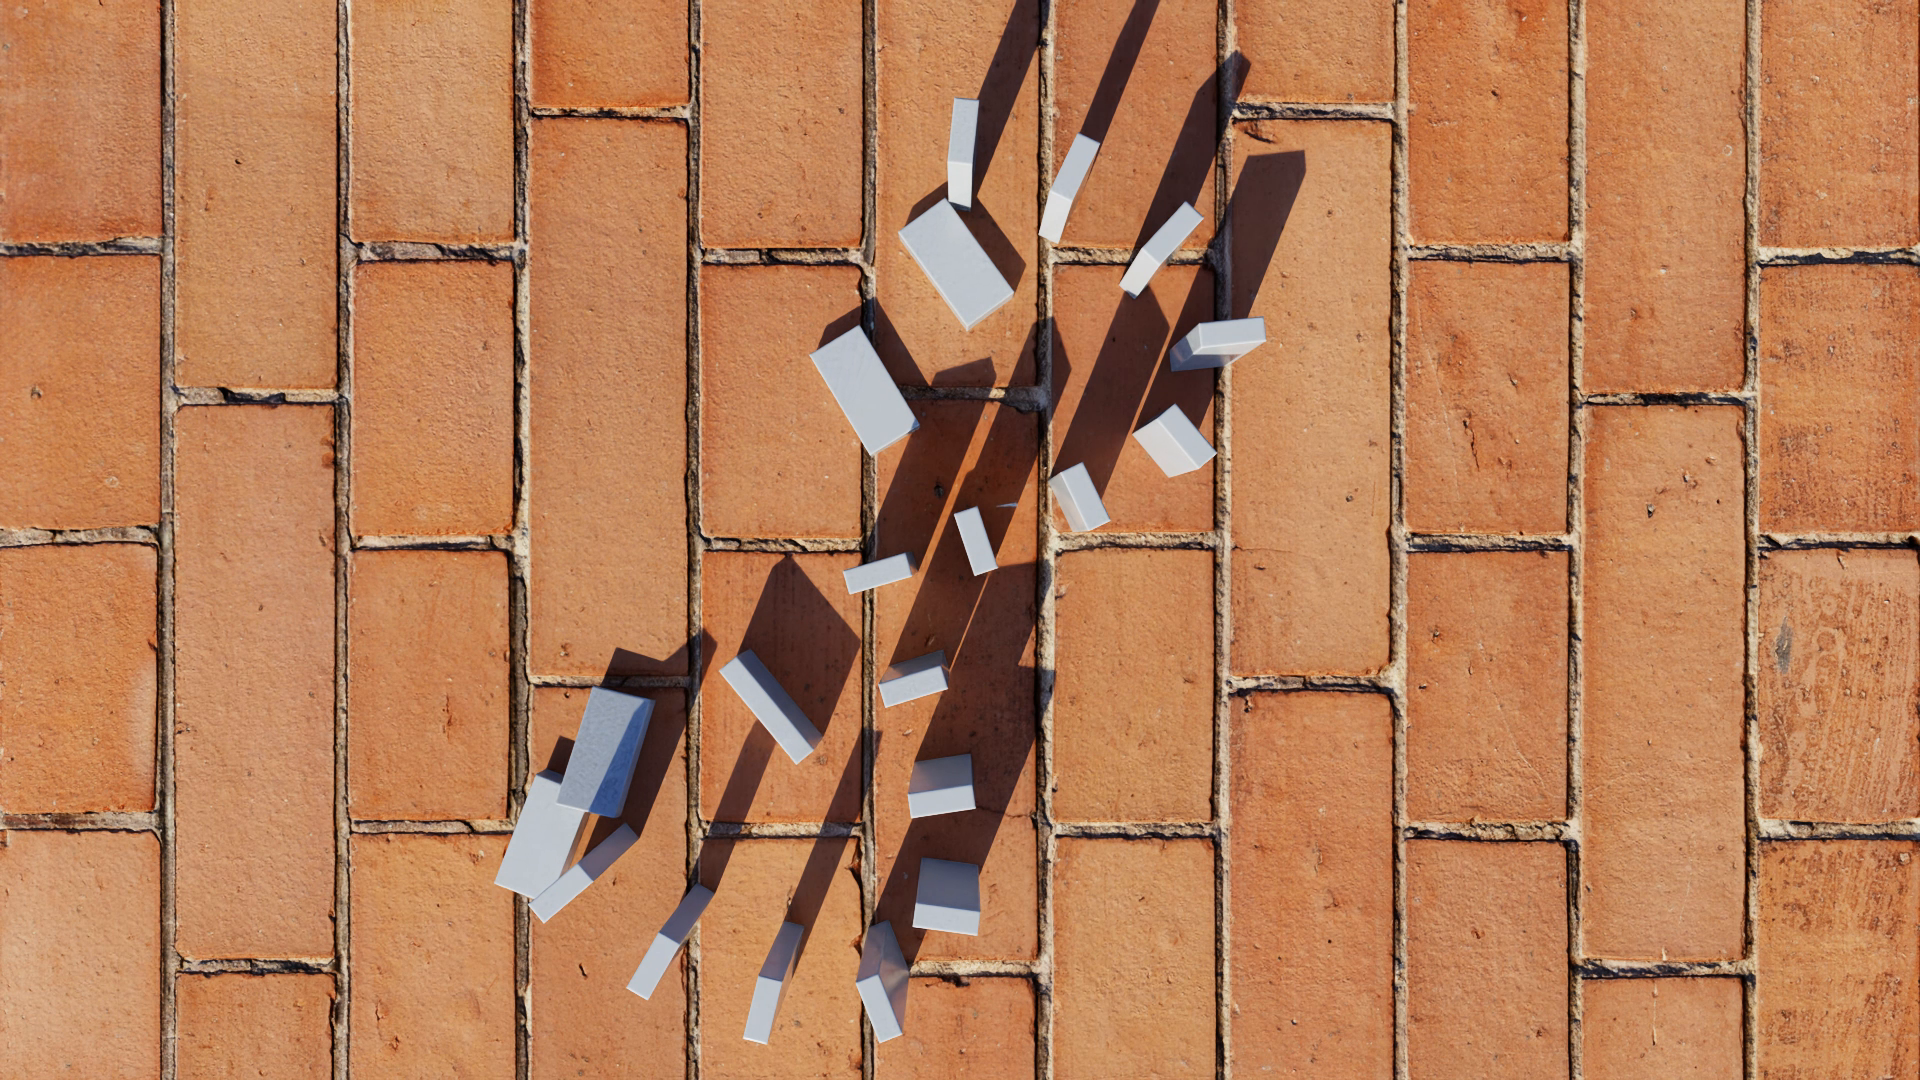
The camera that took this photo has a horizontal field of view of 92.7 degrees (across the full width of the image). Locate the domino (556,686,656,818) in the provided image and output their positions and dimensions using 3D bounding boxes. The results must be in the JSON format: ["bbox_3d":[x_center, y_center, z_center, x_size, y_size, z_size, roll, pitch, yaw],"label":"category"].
[{"bbox_3d":[-0.150,0.090,0.390,0.025,0.010,0.050,14,78,-1],"label":"domino"}]

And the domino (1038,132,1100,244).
[{"bbox_3d":[0.044,-0.142,0.375,0.009,0.050,0.025,26,90,0],"label":"domino"}]

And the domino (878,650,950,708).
[{"bbox_3d":[-0.018,0.056,0.375,0.025,0.050,0.009,-17,90,0],"label":"domino"}]

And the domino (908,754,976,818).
[{"bbox_3d":[-0.007,0.100,0.375,0.025,0.050,0.010,-9,90,0],"label":"domino"}]

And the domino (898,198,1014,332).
[{"bbox_3d":[-0.002,-0.119,0.395,0.025,0.009,0.050,-36,90,0],"label":"domino"}]

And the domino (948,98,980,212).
[{"bbox_3d":[0.001,-0.156,0.375,0.009,0.050,0.025,6,90,0],"label":"domino"}]

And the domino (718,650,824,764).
[{"bbox_3d":[-0.079,0.070,0.388,0.010,0.025,0.050,-40,90,0],"label":"domino"}]

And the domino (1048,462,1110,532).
[{"bbox_3d":[0.048,-0.017,0.375,0.009,0.050,0.025,-26,90,0],"label":"domino"}]

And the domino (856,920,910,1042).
[{"bbox_3d":[-0.031,0.179,0.375,0.009,0.050,0.025,-22,90,0],"label":"domino"}]

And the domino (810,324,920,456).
[{"bbox_3d":[-0.041,-0.064,0.395,0.025,0.010,0.050,-31,90,0],"label":"domino"}]

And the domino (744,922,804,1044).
[{"bbox_3d":[-0.075,0.179,0.375,0.010,0.050,0.025,14,90,0],"label":"domino"}]

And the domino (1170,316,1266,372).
[{"bbox_3d":[0.104,-0.079,0.375,0.025,0.050,0.009,-6,90,0],"label":"domino"}]

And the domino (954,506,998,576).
[{"bbox_3d":[0.006,0.000,0.375,0.010,0.050,0.025,-18,90,0],"label":"domino"}]

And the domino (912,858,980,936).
[{"bbox_3d":[-0.005,0.145,0.375,0.025,0.050,0.010,8,90,0],"label":"domino"}]

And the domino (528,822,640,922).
[{"bbox_3d":[-0.153,0.135,0.375,0.025,0.050,0.010,-40,90,0],"label":"domino"}]

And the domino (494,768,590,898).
[{"bbox_3d":[-0.178,0.128,0.395,0.025,0.010,0.050,21,90,0],"label":"domino"}]

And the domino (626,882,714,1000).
[{"bbox_3d":[-0.117,0.163,0.375,0.010,0.050,0.025,30,90,0],"label":"domino"}]

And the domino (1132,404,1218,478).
[{"bbox_3d":[0.087,-0.040,0.375,0.009,0.050,0.025,-40,90,0],"label":"domino"}]

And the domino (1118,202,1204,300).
[{"bbox_3d":[0.081,-0.117,0.375,0.010,0.050,0.025,43,90,0],"label":"domino"}]

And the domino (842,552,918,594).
[{"bbox_3d":[-0.032,0.013,0.375,0.025,0.050,0.010,-16,90,0],"label":"domino"}]
